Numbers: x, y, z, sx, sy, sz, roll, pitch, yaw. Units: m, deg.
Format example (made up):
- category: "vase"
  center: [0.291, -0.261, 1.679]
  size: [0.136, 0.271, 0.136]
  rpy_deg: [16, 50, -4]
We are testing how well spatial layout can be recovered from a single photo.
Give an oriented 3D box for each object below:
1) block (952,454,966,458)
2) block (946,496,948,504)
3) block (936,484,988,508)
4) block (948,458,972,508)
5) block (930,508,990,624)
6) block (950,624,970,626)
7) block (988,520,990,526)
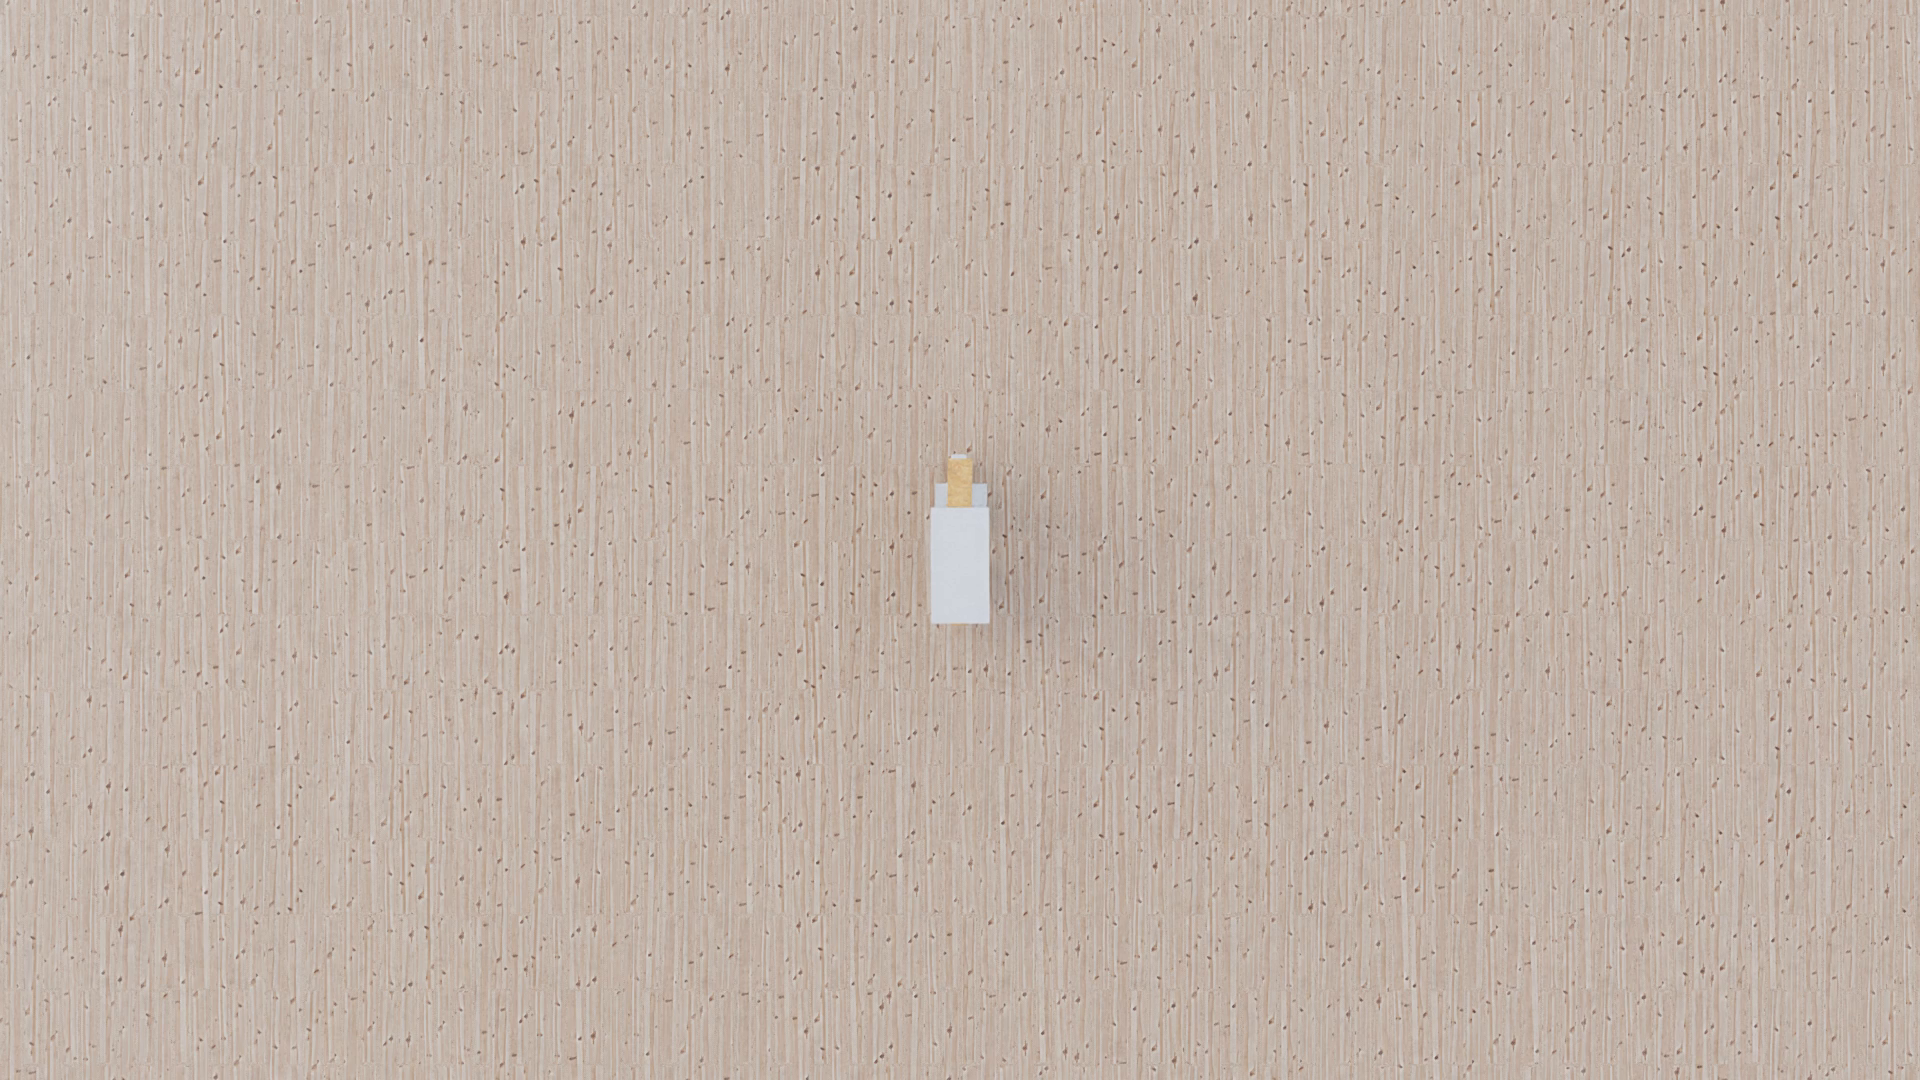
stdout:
- category: "block"
  center: [-0.004, -0.230, 5.395]
  size: [0.049, 0.014, 0.098]
  rpy_deg: [0, 90, 0]
- category: "block"
  center: [-0.006, -0.118, 4.909]
  size: [0.072, 0.143, 0.020]
  rpy_deg: [4, 89, 0]
- category: "block"
  center: [0.004, -0.015, 5.156]
  size: [0.161, 0.046, 0.321]
  rpy_deg: [0, 90, 0]
- category: "block"
  center: [0.000, -0.167, 4.830]
  size: [0.072, 0.020, 0.143]
  rpy_deg: [1, 87, 0]
- category: "block"
  center: [0.001, 0.071, 4.638]
  size: [0.162, 0.046, 0.325]
  rpy_deg: [0, 90, 0]
- category: "block"
  center: [-0.003, 0.215, 5.363]
  size: [0.064, 0.018, 0.128]
  rpy_deg: [0, 90, 0]
- category: "block"
  center: [0.002, -0.038, 4.823]
  size: [0.162, 0.325, 0.046]
  rpy_deg: [-2, 91, 0]
